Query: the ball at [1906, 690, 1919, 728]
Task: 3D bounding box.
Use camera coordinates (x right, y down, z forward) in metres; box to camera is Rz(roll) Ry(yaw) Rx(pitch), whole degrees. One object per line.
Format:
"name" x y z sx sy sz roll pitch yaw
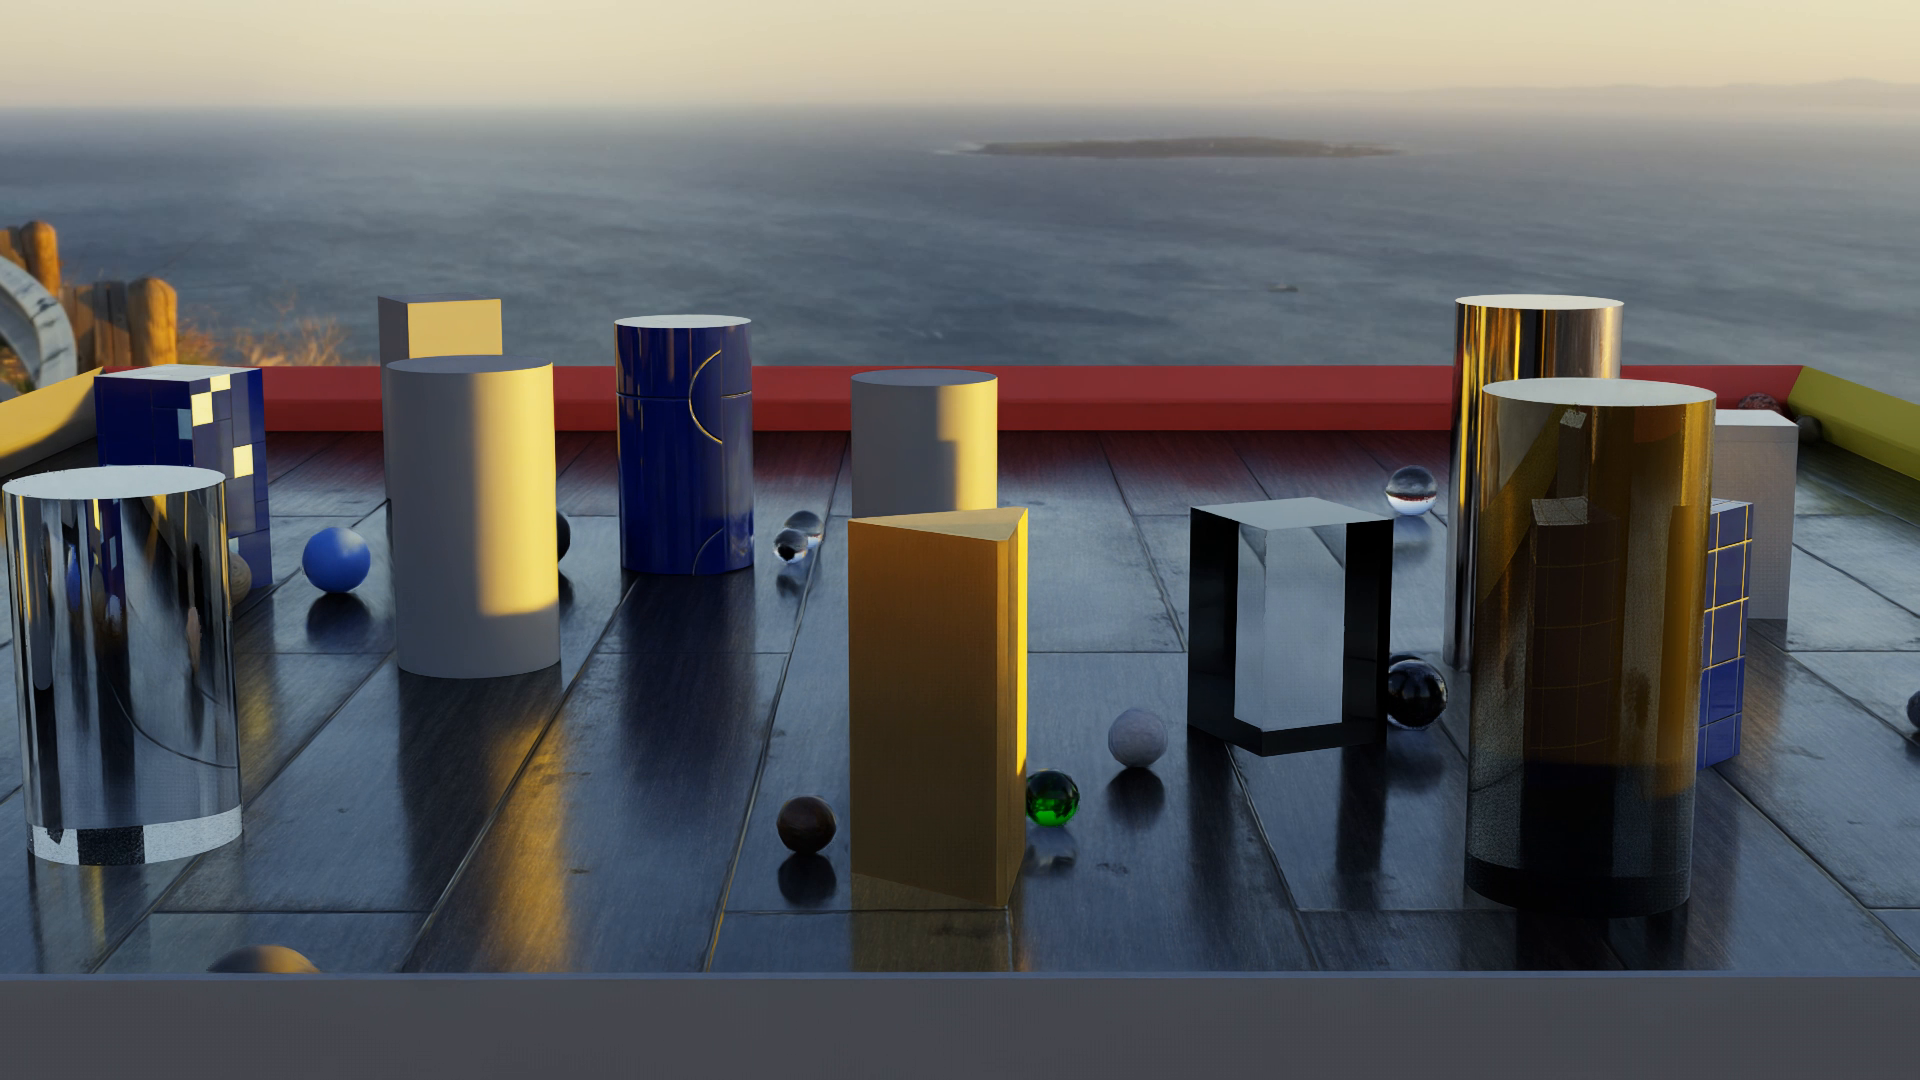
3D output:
"ball" 1.074 0.188 2.844 0.046 0.046 0.046 0 10 0

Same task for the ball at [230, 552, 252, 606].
"ball" -1.002 0.053 3.483 0.080 0.080 0.080 0 10 0

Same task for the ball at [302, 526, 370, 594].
"ball" -0.871 0.028 3.582 0.093 0.093 0.093 0 10 0

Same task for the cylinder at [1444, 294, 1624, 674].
"cylinder" 0.698 -0.068 3.131 0.199 0.446 0.199 0 10 0

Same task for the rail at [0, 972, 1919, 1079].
"rail" 0.010 0.349 1.743 3.428 0.129 0.045 0 10 0

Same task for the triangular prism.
"triangular prism" 0.013 0.141 2.332 0.172 0.326 0.149 8 13 36

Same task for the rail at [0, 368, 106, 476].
"rail" -1.690 0.035 3.439 0.045 0.129 3.517 0 10 0

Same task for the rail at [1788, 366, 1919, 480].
"rail" 1.690 0.031 3.458 0.045 0.129 3.517 0 10 0

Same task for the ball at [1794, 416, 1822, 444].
"ball" 1.649 -0.213 4.991 0.056 0.056 0.056 0 10 0

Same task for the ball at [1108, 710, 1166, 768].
"ball" 0.185 0.209 2.692 0.062 0.062 0.062 0 10 0

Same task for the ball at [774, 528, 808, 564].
"ball" -0.250 0.010 3.791 0.053 0.053 0.053 0 10 0

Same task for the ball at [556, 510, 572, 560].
"ball" -0.617 -0.006 3.772 0.090 0.090 0.090 0 10 0

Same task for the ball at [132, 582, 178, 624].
"ball" -1.061 0.083 3.382 0.057 0.057 0.057 0 10 0

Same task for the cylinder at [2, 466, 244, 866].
"cylinder" -0.790 0.114 2.432 0.199 0.343 0.199 0 10 0

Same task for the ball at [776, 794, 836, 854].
"ball" -0.143 0.266 2.401 0.056 0.056 0.056 0 10 0

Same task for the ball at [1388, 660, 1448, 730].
"ball" 0.502 0.172 2.847 0.078 0.078 0.078 0 10 0

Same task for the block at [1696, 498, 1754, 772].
"block" 0.723 0.096 2.722 0.159 0.273 0.159 10 14 43

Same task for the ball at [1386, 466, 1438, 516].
"ball" 0.739 -0.080 4.196 0.082 0.082 0.082 0 10 0

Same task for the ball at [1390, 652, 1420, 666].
"ball" 0.504 0.162 2.928 0.067 0.067 0.067 0 10 0

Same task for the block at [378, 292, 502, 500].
"block" -0.873 -0.237 4.327 0.159 0.343 0.159 -6 12 -29

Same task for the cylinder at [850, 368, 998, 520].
"cylinder" -0.049 -0.069 3.510 0.199 0.310 0.199 0 10 0

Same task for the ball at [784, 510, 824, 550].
"ball" -0.238 -0.014 3.900 0.061 0.061 0.061 0 10 0

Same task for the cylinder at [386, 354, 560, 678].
"cylinder" -0.596 -0.033 3.153 0.199 0.369 0.199 0 10 0

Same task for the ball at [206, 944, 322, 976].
"ball" -0.508 0.343 1.870 0.096 0.096 0.096 0 10 0

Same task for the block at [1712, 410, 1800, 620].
"block" 1.031 -0.038 3.481 0.159 0.260 0.159 1 11 5

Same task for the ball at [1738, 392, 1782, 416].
"ball" 1.591 -0.250 5.106 0.086 0.086 0.086 0 10 0

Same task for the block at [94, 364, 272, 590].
"block" -1.083 -0.081 3.583 0.159 0.308 0.159 4 11 21

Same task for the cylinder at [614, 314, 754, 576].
"cylinder" -0.404 -0.143 3.775 0.199 0.359 0.199 0 10 0

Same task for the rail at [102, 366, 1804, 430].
"rail" -0.010 -0.282 5.154 3.428 0.129 0.045 0 10 0

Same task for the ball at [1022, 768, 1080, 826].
"ball" 0.088 0.250 2.486 0.056 0.056 0.056 0 10 0

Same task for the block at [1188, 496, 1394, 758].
"block" 0.360 0.092 2.818 0.159 0.246 0.159 -5 12 -25

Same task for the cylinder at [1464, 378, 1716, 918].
"cylinder" 0.556 0.090 2.276 0.199 0.447 0.199 0 10 0
